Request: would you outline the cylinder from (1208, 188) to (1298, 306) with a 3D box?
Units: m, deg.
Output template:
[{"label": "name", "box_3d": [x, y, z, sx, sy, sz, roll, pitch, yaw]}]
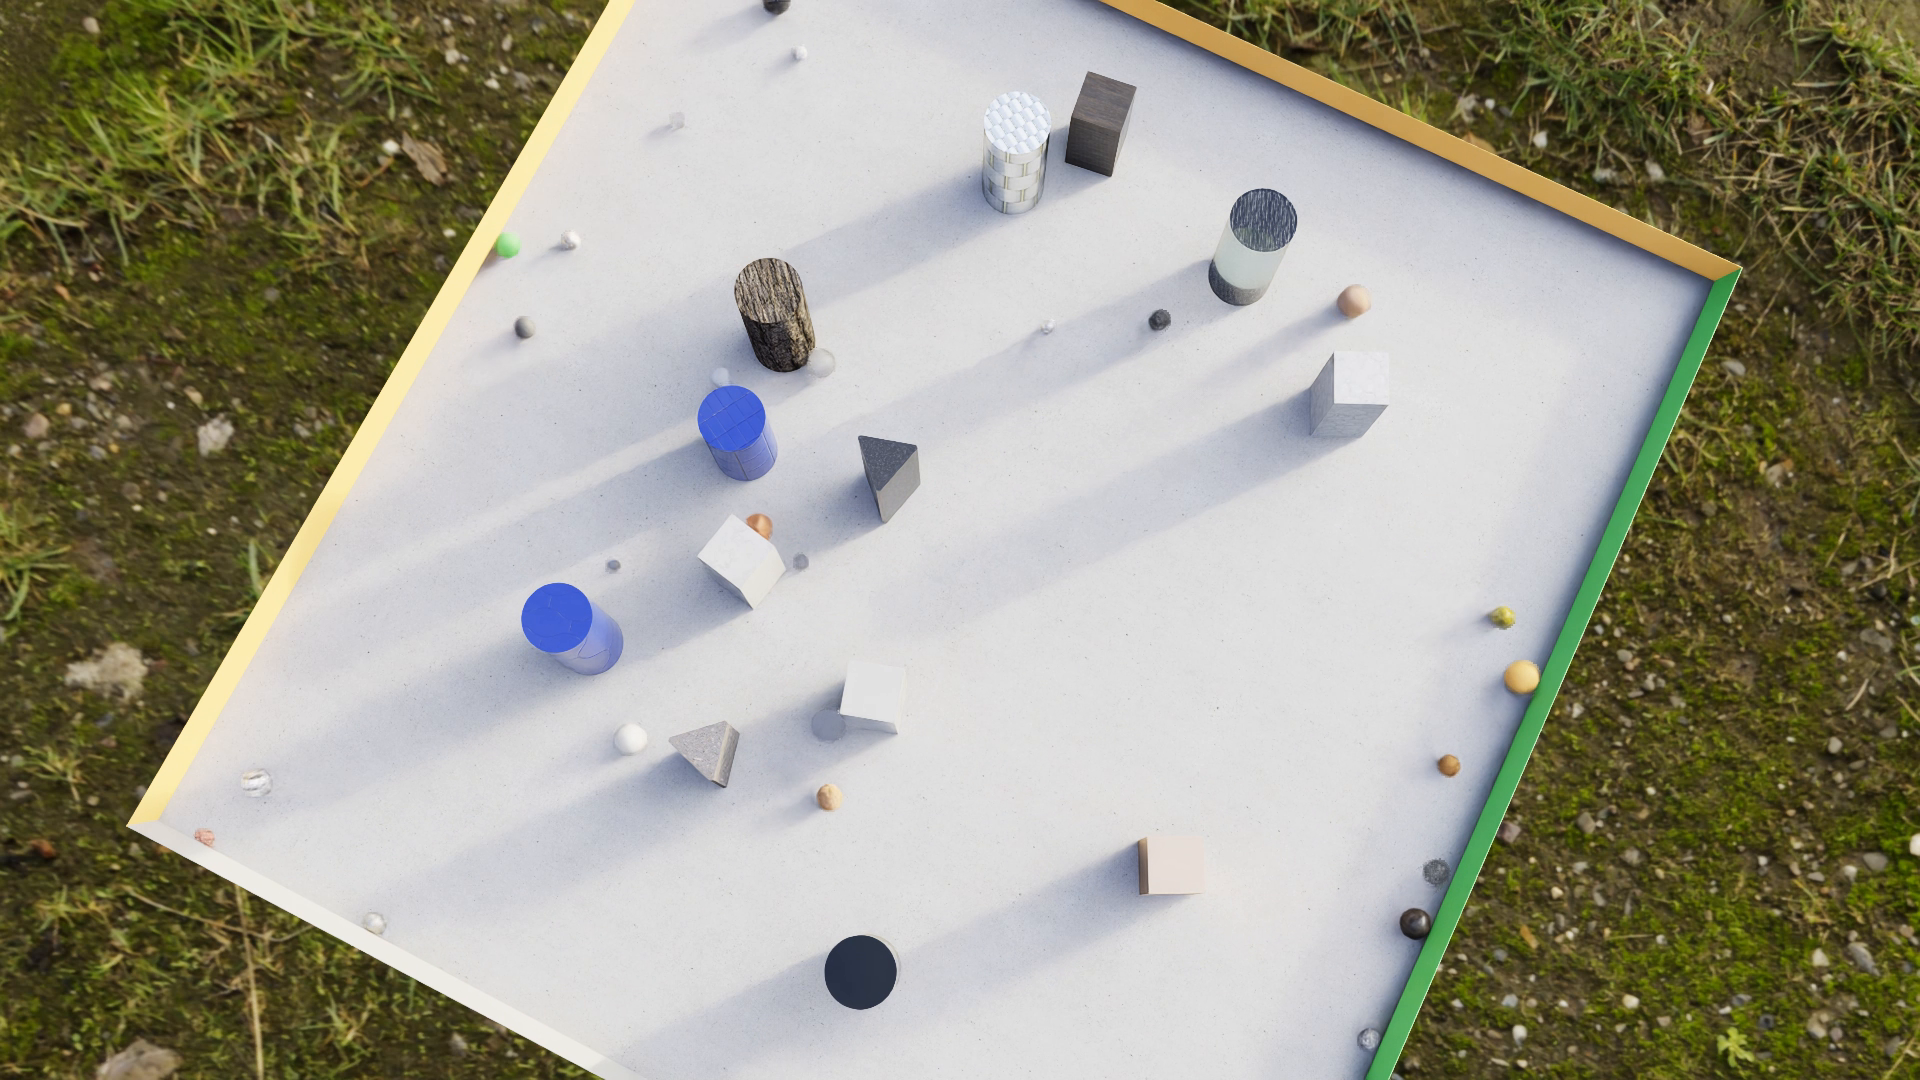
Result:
[{"label": "cylinder", "box_3d": [0.882, -0.881, 5.556, 0.198, 0.475, 0.198, 0, 78, 0]}]

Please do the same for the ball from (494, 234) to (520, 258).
[{"label": "ball", "box_3d": [-1.424, -0.925, 5.768, 0.079, 0.079, 0.079, 0, 78, 0]}]

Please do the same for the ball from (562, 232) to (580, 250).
[{"label": "ball", "box_3d": [-1.228, -0.943, 5.783, 0.057, 0.057, 0.057, 0, 78, 0]}]

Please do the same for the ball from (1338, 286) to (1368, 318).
[{"label": "ball", "box_3d": [1.227, -0.742, 5.721, 0.097, 0.097, 0.097, 0, 78, 0]}]

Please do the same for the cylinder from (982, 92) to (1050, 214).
[{"label": "cylinder", "box_3d": [0.169, -1.179, 5.619, 0.198, 0.474, 0.198, 0, 78, 0]}]

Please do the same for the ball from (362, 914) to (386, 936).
[{"label": "ball", "box_3d": [-1.709, 1.123, 5.350, 0.066, 0.066, 0.066, 0, 78, 0]}]

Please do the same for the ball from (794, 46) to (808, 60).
[{"label": "ball", "box_3d": [-0.515, -1.574, 5.919, 0.046, 0.046, 0.046, 0, 78, 0]}]

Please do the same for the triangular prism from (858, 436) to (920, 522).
[{"label": "triangular prism", "box_3d": [-0.233, -0.205, 5.435, 0.148, 0.439, 0.171, 40, 81, 8]}]

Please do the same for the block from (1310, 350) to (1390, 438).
[{"label": "block", "box_3d": [1.169, -0.435, 5.516, 0.158, 0.373, 0.158, 2, 78, 0]}]

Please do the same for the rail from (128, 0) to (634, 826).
[{"label": "rail", "box_3d": [-1.572, -0.763, 5.708, 0.045, 0.128, 3.689, 26, 80, 5]}]

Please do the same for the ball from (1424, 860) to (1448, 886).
[{"label": "ball", "box_3d": [1.396, 0.978, 5.378, 0.071, 0.071, 0.071, 0, 78, 0]}]

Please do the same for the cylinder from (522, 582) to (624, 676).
[{"label": "cylinder", "box_3d": [-1.118, 0.264, 5.316, 0.198, 0.481, 0.198, 0, 78, 0]}]

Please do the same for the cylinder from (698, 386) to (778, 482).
[{"label": "cylinder", "box_3d": [-0.662, -0.316, 5.492, 0.198, 0.371, 0.198, 0, 78, 0]}]

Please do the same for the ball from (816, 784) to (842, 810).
[{"label": "ball", "box_3d": [-0.386, 0.761, 5.420, 0.076, 0.076, 0.076, 0, 78, 0]}]

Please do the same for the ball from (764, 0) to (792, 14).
[{"label": "ball", "box_3d": [-0.591, -1.750, 5.932, 0.093, 0.093, 0.093, 0, 78, 0]}]

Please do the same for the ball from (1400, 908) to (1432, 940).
[{"label": "ball", "box_3d": [1.327, 1.119, 5.339, 0.090, 0.090, 0.090, 0, 78, 0]}]

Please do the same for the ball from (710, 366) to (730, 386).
[{"label": "ball", "box_3d": [-0.743, -0.507, 5.690, 0.061, 0.061, 0.061, 0, 78, 0]}]

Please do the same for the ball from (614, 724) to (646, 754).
[{"label": "ball", "box_3d": [-0.980, 0.591, 5.446, 0.094, 0.094, 0.094, 0, 78, 0]}]

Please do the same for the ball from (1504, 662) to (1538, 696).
[{"label": "ball", "box_3d": [1.680, 0.415, 5.480, 0.099, 0.099, 0.099, 0, 78, 0]}]

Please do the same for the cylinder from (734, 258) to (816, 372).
[{"label": "cylinder", "box_3d": [-0.551, -0.669, 5.507, 0.198, 0.487, 0.198, 0, 78, 0]}]

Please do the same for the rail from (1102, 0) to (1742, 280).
[{"label": "rail", "box_3d": [0.814, -1.588, 5.879, 3.562, 0.128, 0.045, 26, 80, 5]}]

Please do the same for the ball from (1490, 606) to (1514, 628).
[{"label": "ball", "box_3d": [1.638, 0.232, 5.535, 0.066, 0.066, 0.066, 0, 78, 0]}]

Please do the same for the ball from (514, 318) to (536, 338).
[{"label": "ball", "box_3d": [-1.357, -0.661, 5.720, 0.065, 0.065, 0.065, 0, 78, 0]}]

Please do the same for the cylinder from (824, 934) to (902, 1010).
[{"label": "cylinder", "box_3d": [-0.270, 1.213, 5.165, 0.198, 0.393, 0.198, 0, 78, 0]}]

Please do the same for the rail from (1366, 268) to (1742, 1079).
[{"label": "rail", "box_3d": [1.572, 0.776, 5.389, 0.045, 0.128, 3.689, 26, 80, 5]}]

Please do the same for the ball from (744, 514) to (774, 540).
[{"label": "ball", "box_3d": [-0.613, -0.036, 5.578, 0.090, 0.090, 0.090, 0, 78, 0]}]

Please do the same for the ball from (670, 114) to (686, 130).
[{"label": "ball", "box_3d": [-0.905, -1.341, 5.869, 0.049, 0.049, 0.049, 0, 78, 0]}]

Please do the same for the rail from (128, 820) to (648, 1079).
[{"label": "rail", "box_3d": [-0.814, 1.602, 5.218, 3.562, 0.128, 0.045, 26, 80, 5]}]

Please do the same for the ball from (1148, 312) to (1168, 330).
[{"label": "ball", "box_3d": [0.621, -0.685, 5.727, 0.061, 0.061, 0.061, 0, 78, 0]}]

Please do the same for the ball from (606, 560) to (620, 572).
[{"label": "ball", "box_3d": [-1.056, 0.078, 5.579, 0.041, 0.041, 0.041, 0, 78, 0]}]

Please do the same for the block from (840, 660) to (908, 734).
[{"label": "block", "box_3d": [-0.249, 0.461, 5.356, 0.158, 0.323, 0.158, 10, 78, 2]}]

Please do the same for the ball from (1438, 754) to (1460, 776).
[{"label": "ball", "box_3d": [1.454, 0.670, 5.446, 0.063, 0.063, 0.063, 0, 78, 0]}]

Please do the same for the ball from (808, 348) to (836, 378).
[{"label": "ball", "box_3d": [-0.430, -0.548, 5.685, 0.089, 0.089, 0.089, 0, 78, 0]}]

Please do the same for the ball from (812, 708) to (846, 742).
[{"label": "ball", "box_3d": [-0.391, 0.550, 5.453, 0.098, 0.098, 0.098, 0, 78, 0]}]

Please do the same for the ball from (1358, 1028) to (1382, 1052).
[{"label": "ball", "box_3d": [1.181, 1.441, 5.285, 0.065, 0.065, 0.065, 0, 78, 0]}]

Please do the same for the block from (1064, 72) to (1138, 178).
[{"label": "block", "box_3d": [0.436, -1.292, 5.710, 0.158, 0.341, 0.158, 19, 79, 4]}]

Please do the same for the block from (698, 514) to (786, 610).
[{"label": "block", "box_3d": [-0.642, 0.068, 5.420, 0.158, 0.357, 0.158, 37, 81, 7]}]

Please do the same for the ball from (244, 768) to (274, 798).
[{"label": "ball", "box_3d": [-2.077, 0.720, 5.425, 0.083, 0.083, 0.083, 0, 78, 0]}]

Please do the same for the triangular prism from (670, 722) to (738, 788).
[{"label": "triangular prism", "box_3d": [-0.713, 0.599, 5.337, 0.171, 0.304, 0.148, 42, 81, 8]}]

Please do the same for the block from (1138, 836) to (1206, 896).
[{"label": "block", "box_3d": [0.607, 0.940, 5.279, 0.158, 0.281, 0.158, -1, 78, 0]}]

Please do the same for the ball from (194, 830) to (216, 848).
[{"label": "ball", "box_3d": [-2.227, 0.882, 5.406, 0.055, 0.055, 0.055, 0, 78, 0]}]

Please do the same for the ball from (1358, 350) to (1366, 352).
[{"label": "ball", "box_3d": [1.253, -0.564, 5.706, 0.054, 0.054, 0.054, 0, 78, 0]}]

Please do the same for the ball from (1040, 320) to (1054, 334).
[{"label": "ball", "box_3d": [0.274, -0.667, 5.734, 0.041, 0.041, 0.041, 0, 78, 0]}]

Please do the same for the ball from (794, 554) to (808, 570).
[{"label": "ball", "box_3d": [-0.483, 0.067, 5.579, 0.046, 0.046, 0.046, 0, 78, 0]}]
